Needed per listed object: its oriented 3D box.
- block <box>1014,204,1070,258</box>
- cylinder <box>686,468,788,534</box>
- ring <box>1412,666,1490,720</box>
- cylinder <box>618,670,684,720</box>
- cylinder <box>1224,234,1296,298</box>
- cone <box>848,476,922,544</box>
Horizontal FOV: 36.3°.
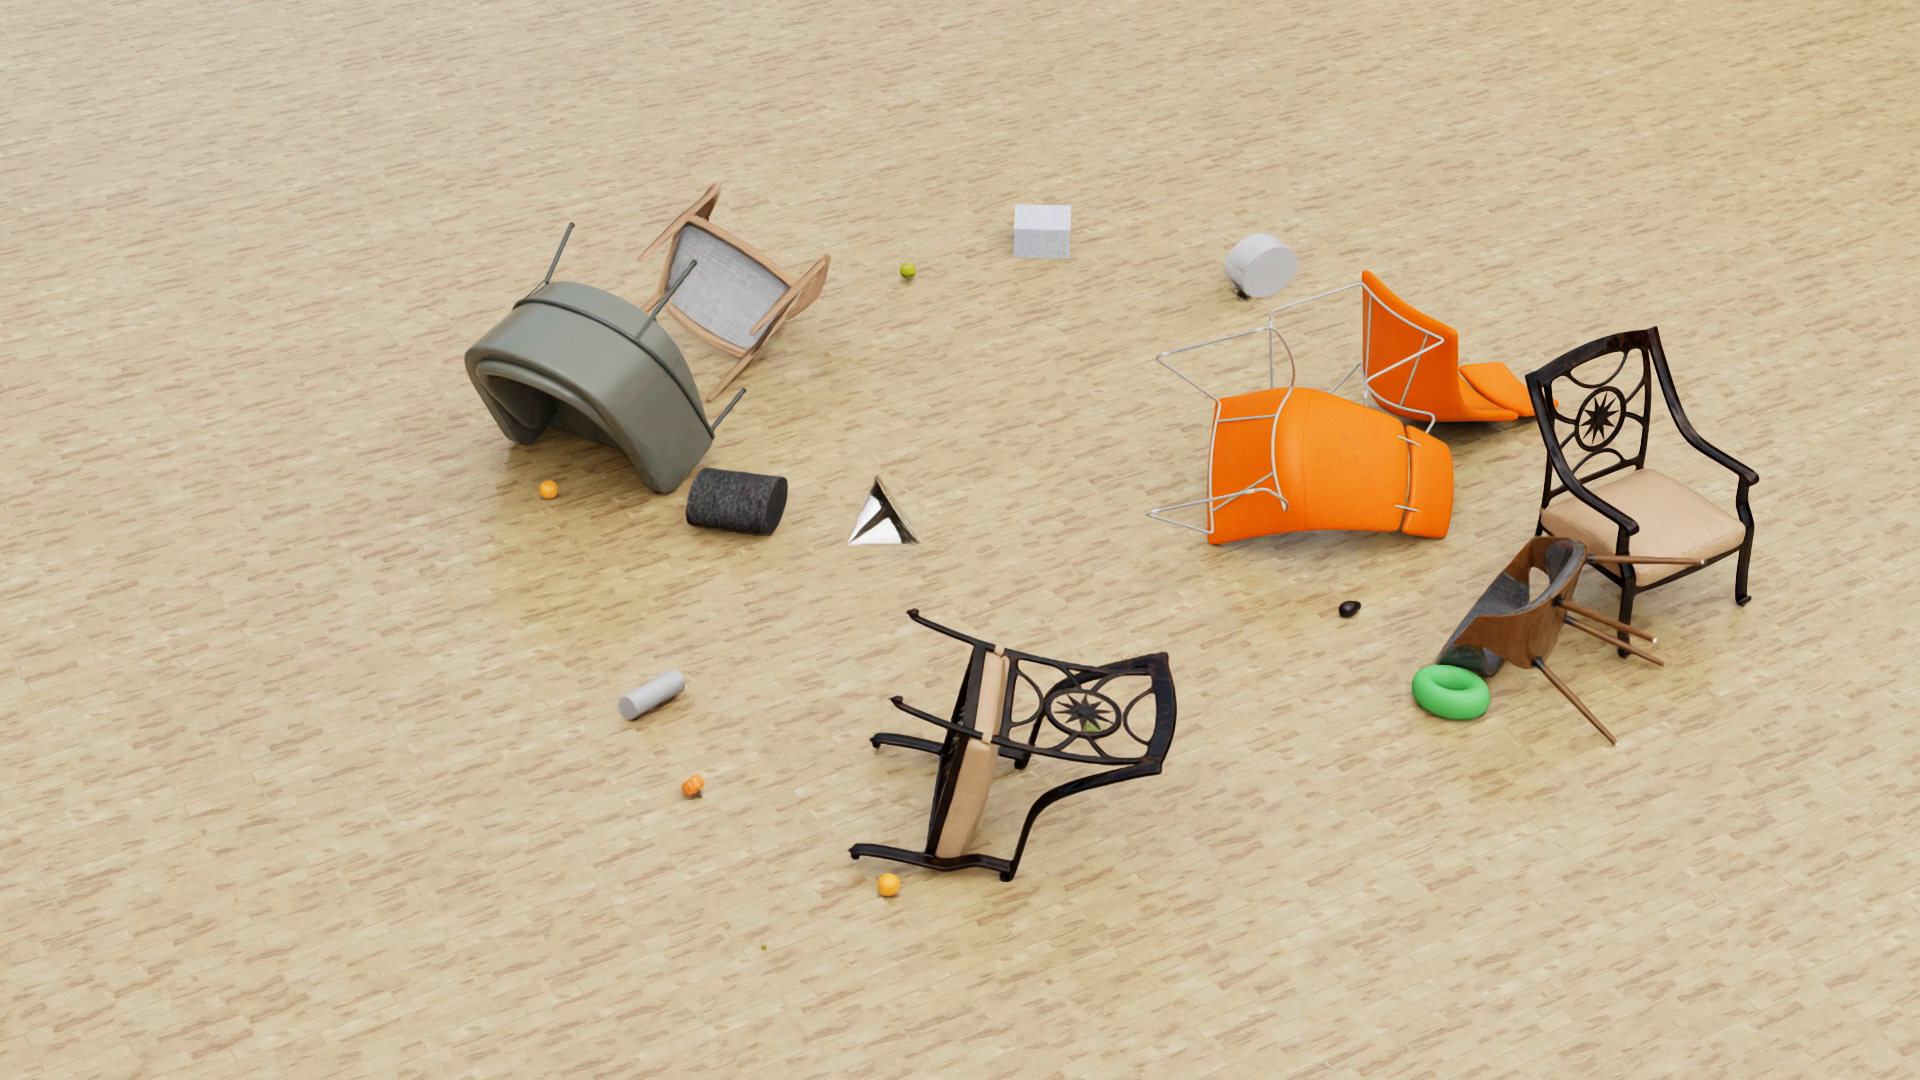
[{"bbox_3d":[0.362,-1.356,12.876,0.245,0.139,0.235,1,33,2],"label":"block"},{"bbox_3d":[-0.835,-0.148,10.997,0.304,0.186,0.320,7,28,11],"label":"cylinder"},{"bbox_3d":[1.683,0.523,10.052,0.282,0.109,0.220,21,37,33],"label":"ring"},{"bbox_3d":[-1.057,0.530,10.049,0.219,0.109,0.085,-30,84,-37],"label":"cylinder"},{"bbox_3d":[1.280,-1.170,12.510,0.278,0.228,0.141,-25,40,-17],"label":"cylinder"},{"bbox_3d":[-0.324,-0.048,10.907,0.234,0.267,0.312,-34,68,5],"label":"cone"}]
